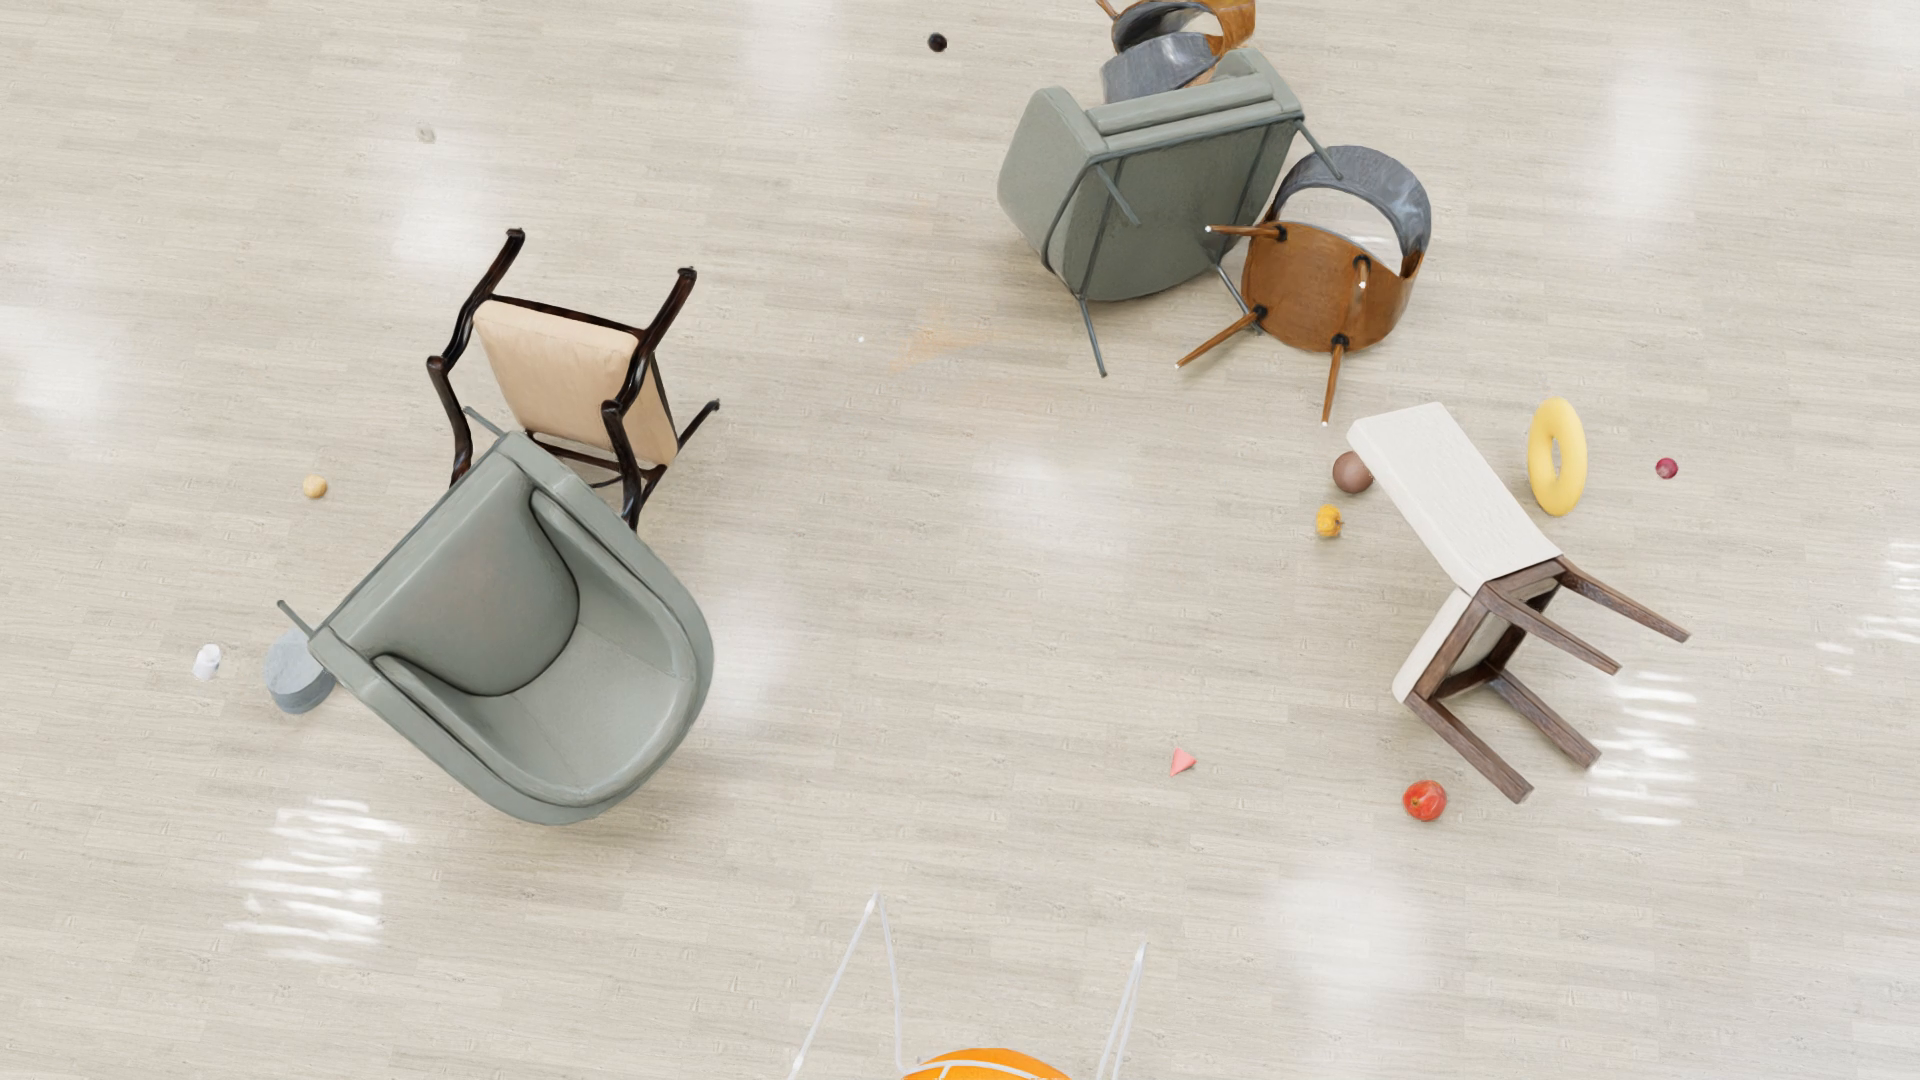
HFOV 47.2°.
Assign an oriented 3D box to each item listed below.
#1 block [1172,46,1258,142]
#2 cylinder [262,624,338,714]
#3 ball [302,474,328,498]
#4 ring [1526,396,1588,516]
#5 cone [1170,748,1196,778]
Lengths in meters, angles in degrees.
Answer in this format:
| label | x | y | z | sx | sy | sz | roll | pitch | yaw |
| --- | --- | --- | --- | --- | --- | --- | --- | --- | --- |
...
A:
| label | x | y | z | sx | sy | sz | roll | pitch | yaw |
| --- | --- | --- | --- | --- | --- | --- | --- | --- | --- |
| block | 0.866 | -1.517 | 7.475 | 0.255 | 0.194 | 0.262 | -1 | 56 | 0 |
| cylinder | -1.875 | 0.368 | 6.257 | 0.173 | 0.116 | 0.232 | 12 | 57 | 8 |
| ball | -1.948 | -0.161 | 6.639 | 0.072 | 0.072 | 0.072 | 0 | 56 | 0 |
| ring | 1.771 | -0.248 | 6.531 | 0.064 | 0.380 | 0.282 | -11 | 33 | -14 |
| cone | 0.608 | 0.631 | 6.137 | 0.075 | 0.047 | 0.081 | 32 | 78 | 25 |
